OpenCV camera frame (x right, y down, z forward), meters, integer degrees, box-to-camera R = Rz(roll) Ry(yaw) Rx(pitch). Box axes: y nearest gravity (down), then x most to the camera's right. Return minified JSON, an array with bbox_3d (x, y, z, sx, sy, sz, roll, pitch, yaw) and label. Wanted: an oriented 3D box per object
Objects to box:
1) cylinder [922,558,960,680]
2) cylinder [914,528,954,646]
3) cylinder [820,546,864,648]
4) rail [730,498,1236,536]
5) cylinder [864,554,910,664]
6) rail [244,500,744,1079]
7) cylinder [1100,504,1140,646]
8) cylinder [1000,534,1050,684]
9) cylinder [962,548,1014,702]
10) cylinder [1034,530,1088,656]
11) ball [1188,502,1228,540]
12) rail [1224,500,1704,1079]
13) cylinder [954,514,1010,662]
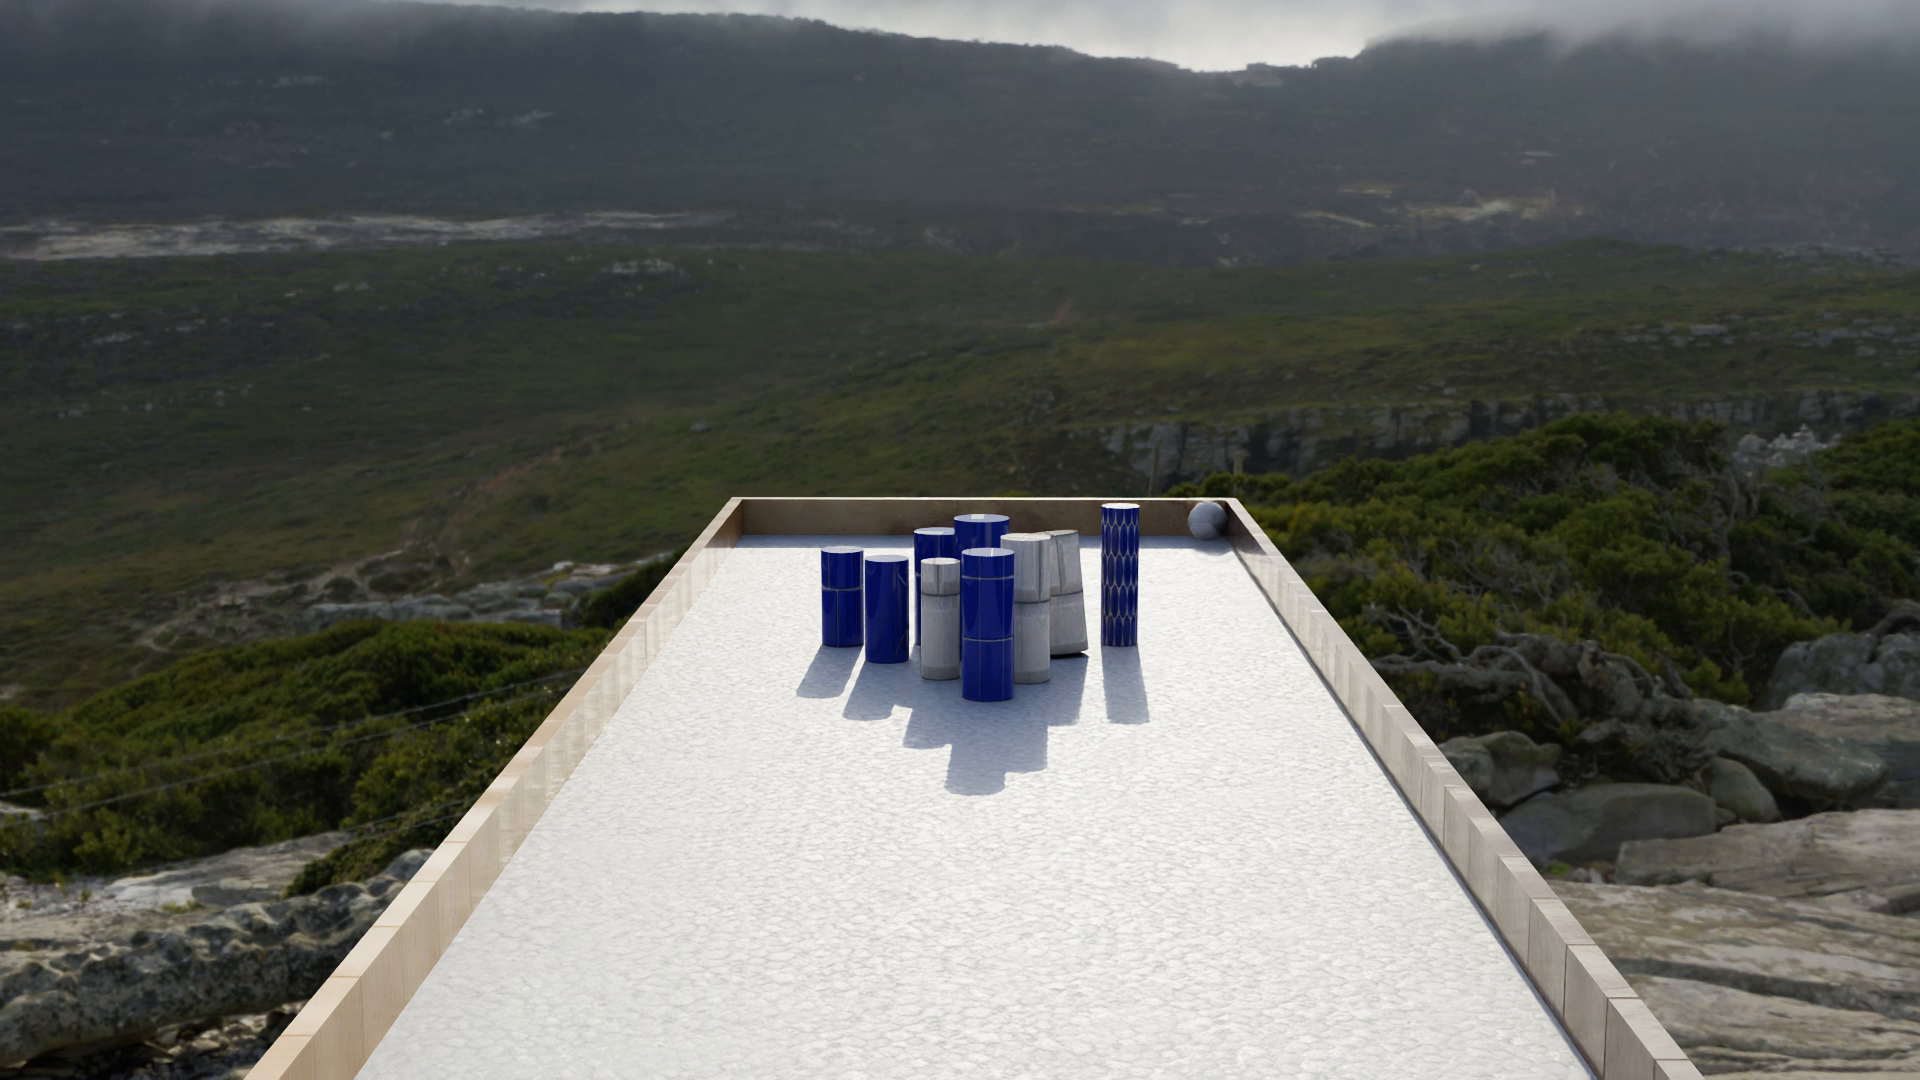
[{"bbox_3d":[-0.057,0.232,6.445,0.114,0.345,0.114,0,9,0],"label":"cylinder"},{"bbox_3d":[-0.066,0.148,6.934,0.158,0.357,0.158,0,9,0],"label":"cylinder"},{"bbox_3d":[-0.369,0.178,6.923,0.136,0.301,0.136,0,9,0],"label":"cylinder"},{"bbox_3d":[0.099,-0.098,9.147,2.100,0.150,0.050,0,9,1],"label":"rail"},{"bbox_3d":[-0.222,0.209,6.689,0.136,0.313,0.136,0,9,0],"label":"cylinder"},{"bbox_3d":[-1.004,0.839,3.234,0.050,0.150,12.000,0,9,1],"label":"rail"},{"bbox_3d":[0.502,0.110,6.918,0.119,0.438,0.119,0,9,0],"label":"cylinder"},{"bbox_3d":[0.190,0.199,6.406,0.146,0.421,0.146,0,9,0],"label":"cylinder"},{"bbox_3d":[0.078,0.238,6.185,0.147,0.414,0.147,0,9,0],"label":"cylinder"},{"bbox_3d":[0.297,0.161,6.773,0.167,0.366,0.167,-5,5,0],"label":"cylinder"},{"bbox_3d":[1.013,-0.078,8.983,0.162,0.162,0.162,0,9,0],"label":"ball"},{"bbox_3d":[1.046,0.843,3.208,0.050,0.150,12.000,0,9,1],"label":"rail"},{"bbox_3d":[0.066,0.147,6.703,0.169,0.432,0.169,0,9,0],"label":"cylinder"}]
